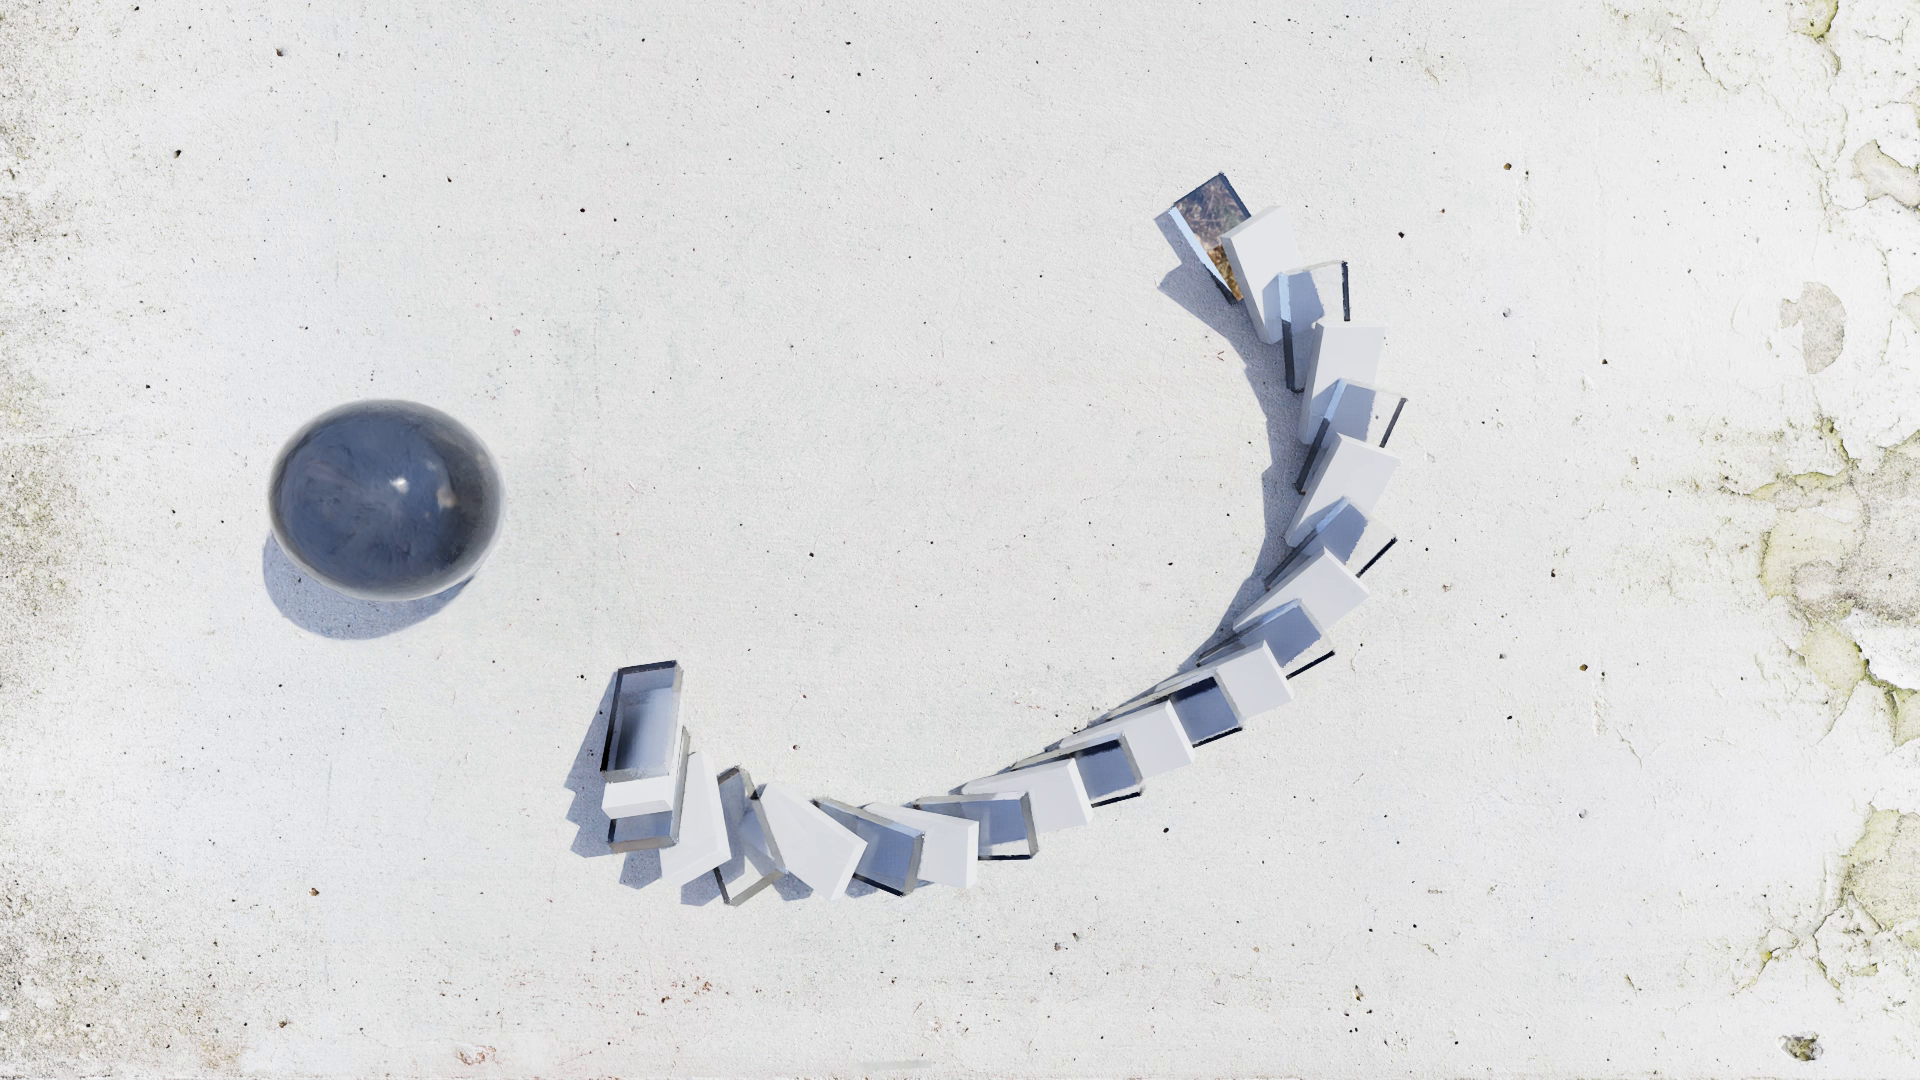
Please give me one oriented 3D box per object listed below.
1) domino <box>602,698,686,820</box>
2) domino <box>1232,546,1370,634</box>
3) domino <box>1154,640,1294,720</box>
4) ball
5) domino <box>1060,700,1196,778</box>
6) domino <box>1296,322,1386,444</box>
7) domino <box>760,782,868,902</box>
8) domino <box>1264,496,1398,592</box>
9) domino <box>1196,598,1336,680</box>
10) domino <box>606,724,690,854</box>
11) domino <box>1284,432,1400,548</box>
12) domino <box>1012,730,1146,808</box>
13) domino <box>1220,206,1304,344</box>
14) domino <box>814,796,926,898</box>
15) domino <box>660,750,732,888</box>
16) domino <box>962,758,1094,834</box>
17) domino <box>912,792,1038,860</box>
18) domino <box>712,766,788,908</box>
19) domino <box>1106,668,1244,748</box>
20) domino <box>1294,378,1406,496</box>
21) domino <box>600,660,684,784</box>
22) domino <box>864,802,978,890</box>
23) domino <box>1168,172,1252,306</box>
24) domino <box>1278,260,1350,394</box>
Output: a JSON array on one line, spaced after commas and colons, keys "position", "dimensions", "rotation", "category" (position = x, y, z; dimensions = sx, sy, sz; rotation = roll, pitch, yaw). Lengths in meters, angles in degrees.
[{"position": [-0.130, 0.088, 0.380], "dimensions": [0.025, 0.010, 0.050], "rotation": [-8, 47, 0], "category": "domino"}, {"position": [0.142, 0.029, 0.385], "dimensions": [0.025, 0.009, 0.050], "rotation": [43, 116, 0], "category": "domino"}, {"position": [0.110, 0.064, 0.385], "dimensions": [0.050, 0.009, 0.025], "rotation": [-29, 91, 25], "category": "domino"}, {"position": [-0.223, -0.016, 0.360], "dimensions": [0.080, 0.080, 0.080], "rotation": [0, 90, 0], "category": "ball"}, {"position": [0.070, 0.088, 0.385], "dimensions": [0.050, 0.009, 0.025], "rotation": [-26, 90, 25], "category": "domino"}, {"position": [0.159, -0.066, 0.385], "dimensions": [0.025, 0.010, 0.050], "rotation": [0, 116, 0], "category": "domino"}, {"position": [-0.066, 0.126, 0.385], "dimensions": [0.050, 0.010, 0.025], "rotation": [26, 90, 26], "category": "domino"}, {"position": [0.155, 0.009, 0.385], "dimensions": [0.025, 0.009, 0.050], "rotation": [37, 116, 0], "category": "domino"}, {"position": [0.128, 0.048, 0.385], "dimensions": [0.050, 0.009, 0.025], "rotation": [-37, 90, 25], "category": "domino"}, {"position": [-0.128, 0.102, 0.379], "dimensions": [0.025, 0.010, 0.050], "rotation": [-8, 47, 0], "category": "domino"}, {"position": [0.160, -0.017, 0.385], "dimensions": [0.025, 0.009, 0.050], "rotation": [19, 115, 0], "category": "domino"}, {"position": [0.050, 0.100, 0.385], "dimensions": [0.050, 0.009, 0.025], "rotation": [-23, 90, 25], "category": "domino"}, {"position": [0.131, -0.111, 0.385], "dimensions": [0.025, 0.009, 0.050], "rotation": [-32, 115, -1], "category": "domino"}, {"position": [-0.041, 0.128, 0.385], "dimensions": [0.050, 0.010, 0.025], "rotation": [11, 90, 26], "category": "domino"}, {"position": [-0.112, 0.114, 0.379], "dimensions": [0.025, 0.050, 0.010], "rotation": [-29, 135, 1], "category": "domino"}, {"position": [0.028, 0.110, 0.385], "dimensions": [0.050, 0.009, 0.025], "rotation": [-20, 90, 24], "category": "domino"}, {"position": [0.006, 0.121, 0.385], "dimensions": [0.050, 0.009, 0.025], "rotation": [-11, 90, 26], "category": "domino"}, {"position": [-0.093, 0.123, 0.382], "dimensions": [0.025, 0.009, 0.050], "rotation": [-34, 55, 0], "category": "domino"}, {"position": [0.090, 0.076, 0.385], "dimensions": [0.050, 0.009, 0.025], "rotation": [-29, 90, 25], "category": "domino"}, {"position": [0.163, -0.040, 0.385], "dimensions": [0.025, 0.009, 0.050], "rotation": [14, 115, 0], "category": "domino"}, {"position": [-0.131, 0.074, 0.380], "dimensions": [0.025, 0.010, 0.050], "rotation": [-8, 47, 0], "category": "domino"}, {"position": [-0.017, 0.128, 0.385], "dimensions": [0.050, 0.009, 0.025], "rotation": [2, 90, 26], "category": "domino"}, {"position": [0.115, -0.130, 0.395], "dimensions": [0.025, 0.010, 0.050], "rotation": [-33, 90, 0], "category": "domino"}, {"position": [0.150, -0.090, 0.386], "dimensions": [0.025, 0.010, 0.050], "rotation": [-14, 114, 0], "category": "domino"}]
